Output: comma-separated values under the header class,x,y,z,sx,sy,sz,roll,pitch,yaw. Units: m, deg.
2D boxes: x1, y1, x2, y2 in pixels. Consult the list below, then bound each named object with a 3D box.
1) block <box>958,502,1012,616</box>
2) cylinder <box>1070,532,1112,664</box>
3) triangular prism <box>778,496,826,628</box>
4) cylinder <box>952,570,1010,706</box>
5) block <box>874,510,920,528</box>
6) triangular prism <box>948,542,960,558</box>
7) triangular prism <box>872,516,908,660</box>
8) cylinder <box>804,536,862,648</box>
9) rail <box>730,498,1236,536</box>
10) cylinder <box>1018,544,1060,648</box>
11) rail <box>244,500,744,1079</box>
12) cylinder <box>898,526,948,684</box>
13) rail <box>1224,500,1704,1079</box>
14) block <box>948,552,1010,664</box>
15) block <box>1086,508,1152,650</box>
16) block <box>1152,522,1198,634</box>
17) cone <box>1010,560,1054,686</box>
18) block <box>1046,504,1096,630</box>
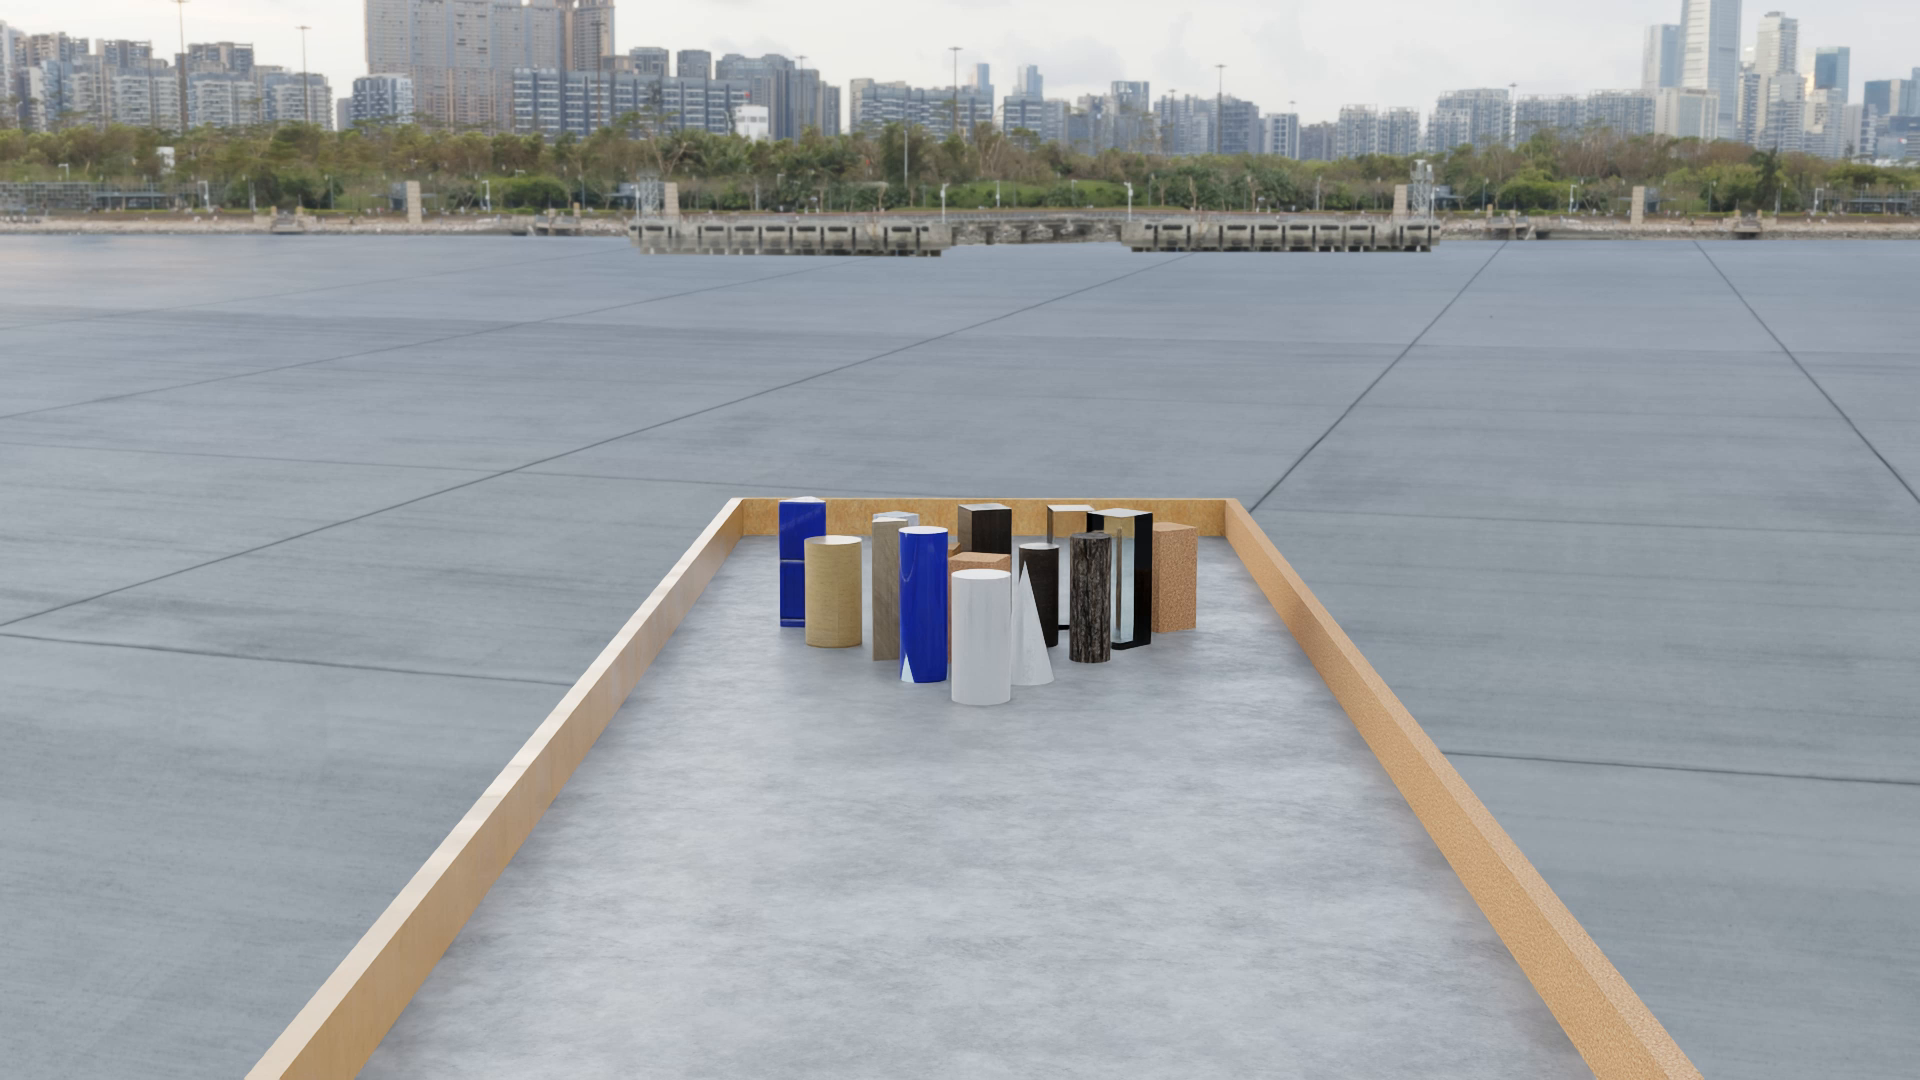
class,x,y,z,sx,sy,sz,roll,pitch,yaw
block,0.080,0.090,7.168,0.137,0.400,0.137,-3,10,-19
cylinder,0.396,0.175,6.690,0.126,0.380,0.126,0,9,0
triangular prism,-0.506,0.070,7.242,0.153,0.415,0.133,1,9,7
cylinder,0.059,0.271,6.167,0.167,0.355,0.167,0,9,0
block,-0.207,0.102,7.169,0.106,0.375,0.106,9,13,44
triangular prism,-0.038,0.168,6.969,0.140,0.308,0.122,7,11,38
triangular prism,-0.225,0.146,6.721,0.113,0.427,0.098,-3,9,-18
cylinder,-0.399,0.162,6.934,0.180,0.329,0.180,0,9,0
rail,0.099,-0.098,9.147,2.100,0.150,0.050,0,9,1
cylinder,0.248,0.174,6.917,0.126,0.312,0.126,0,9,0
rail,-1.004,0.839,3.234,0.050,0.150,12.000,0,9,1
cylinder,-0.106,0.188,6.424,0.143,0.439,0.143,0,9,0
rail,1.046,0.843,3.208,0.050,0.150,12.000,0,9,1
block,0.056,0.209,6.678,0.153,0.318,0.153,3,10,21
block,0.499,0.121,6.908,0.147,0.419,0.147,9,13,44
block,0.663,0.120,7.187,0.157,0.333,0.157,-6,11,-34
cone,0.189,0.233,6.412,0.172,0.353,0.172,0,9,0
block,0.363,0.088,7.204,0.136,0.391,0.136,-1,9,-7
